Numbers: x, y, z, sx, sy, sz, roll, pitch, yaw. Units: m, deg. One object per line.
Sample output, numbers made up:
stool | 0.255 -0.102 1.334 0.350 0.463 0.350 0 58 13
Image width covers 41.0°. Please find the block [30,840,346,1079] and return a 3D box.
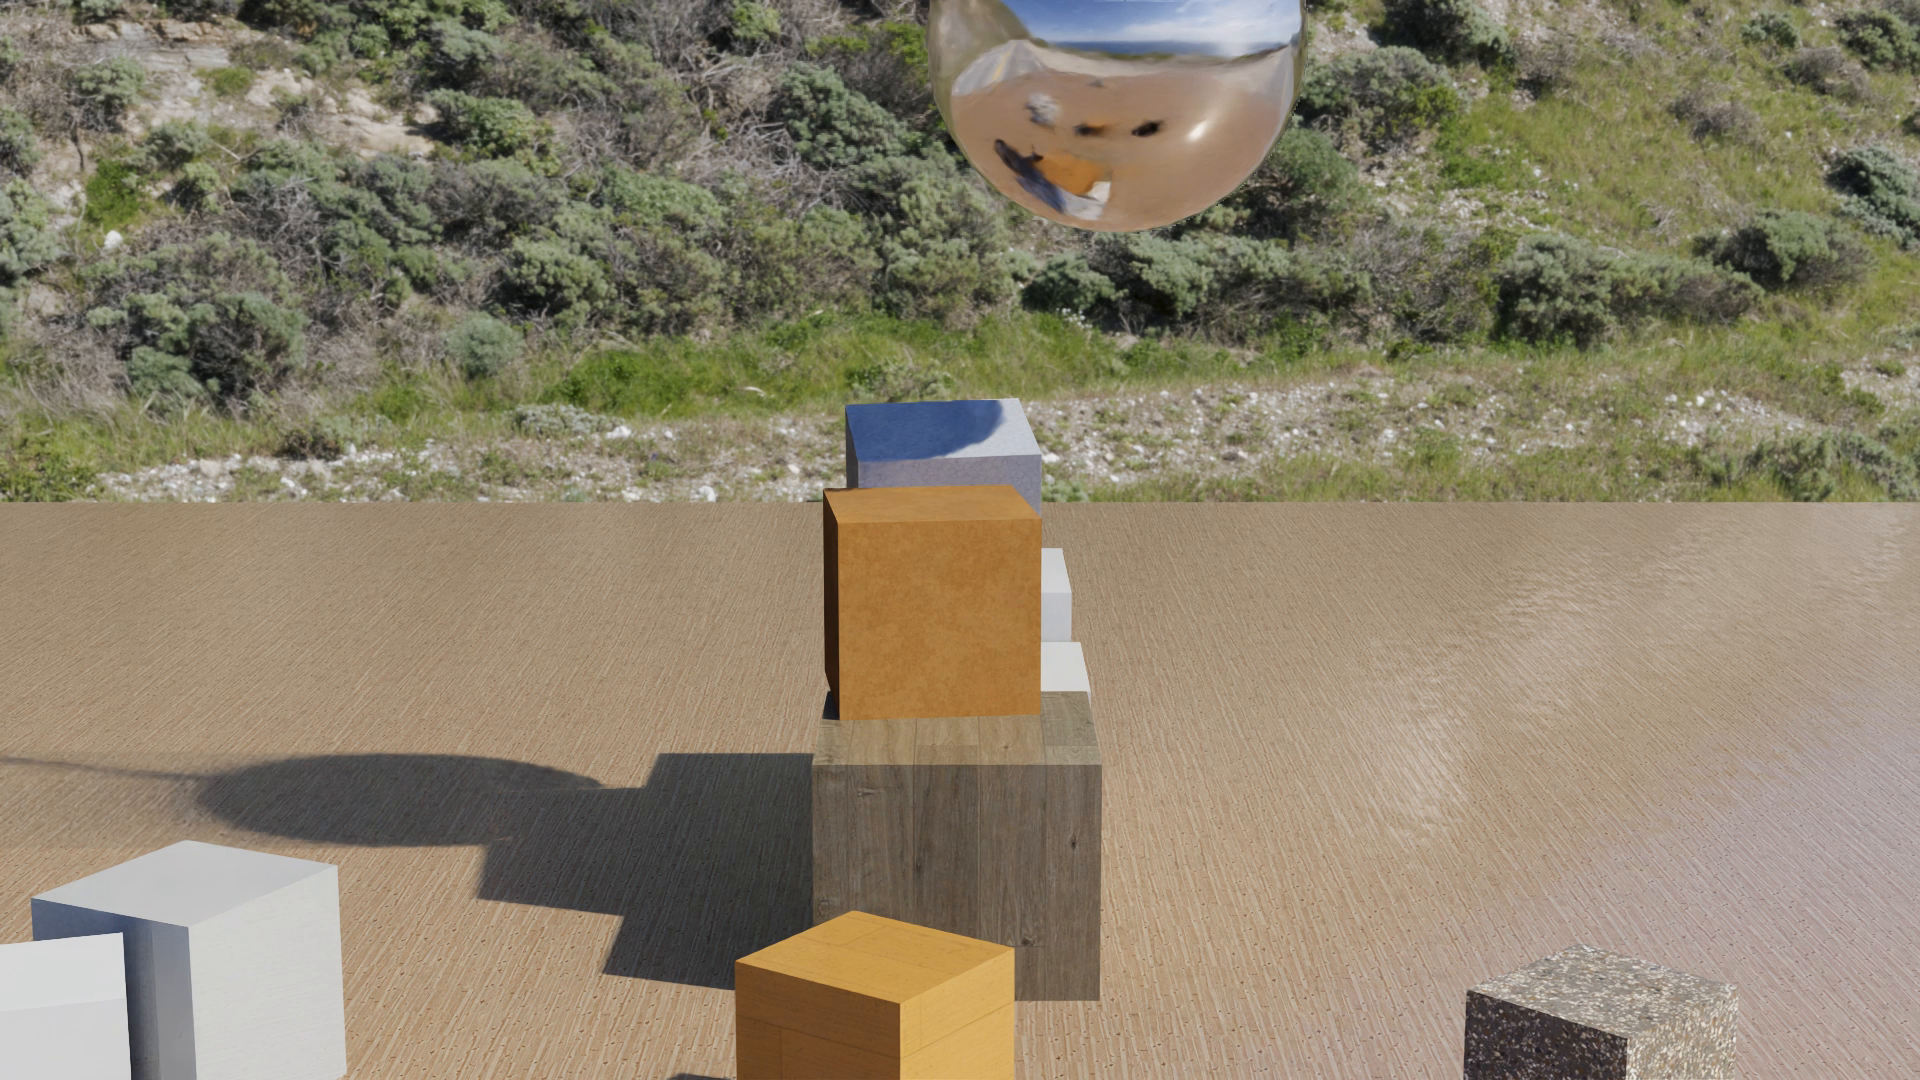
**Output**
block | -2.655 1.551 8.882 0.692 0.771 0.739 5 11 26

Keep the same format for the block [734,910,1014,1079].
block | -0.275 1.683 8.417 0.667 0.677 0.628 7 13 35

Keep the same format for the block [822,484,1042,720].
block | -0.131 0.244 10.740 0.819 0.807 0.873 -1 10 -7

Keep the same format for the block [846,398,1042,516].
block | -0.085 -0.116 11.554 0.797 0.818 0.733 -3 23 -6

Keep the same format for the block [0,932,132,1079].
block | -2.973 1.720 8.035 0.718 0.740 0.636 -3 11 -18

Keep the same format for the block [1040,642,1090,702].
block | 0.014 1.013 11.399 1.078 0.929 0.967 0 10 0

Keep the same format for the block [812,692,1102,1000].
block | -0.012 1.203 10.335 1.095 0.936 1.175 0 10 0

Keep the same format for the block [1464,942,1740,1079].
block | 2.075 1.739 8.331 0.655 0.597 0.596 -10 14 -43

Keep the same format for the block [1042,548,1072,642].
block | 0.002 0.711 12.411 1.018 1.160 1.107 0 10 0

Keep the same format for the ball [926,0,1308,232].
ball | 0.655 -2.099 10.799 1.600 1.600 1.600 0 10 0
